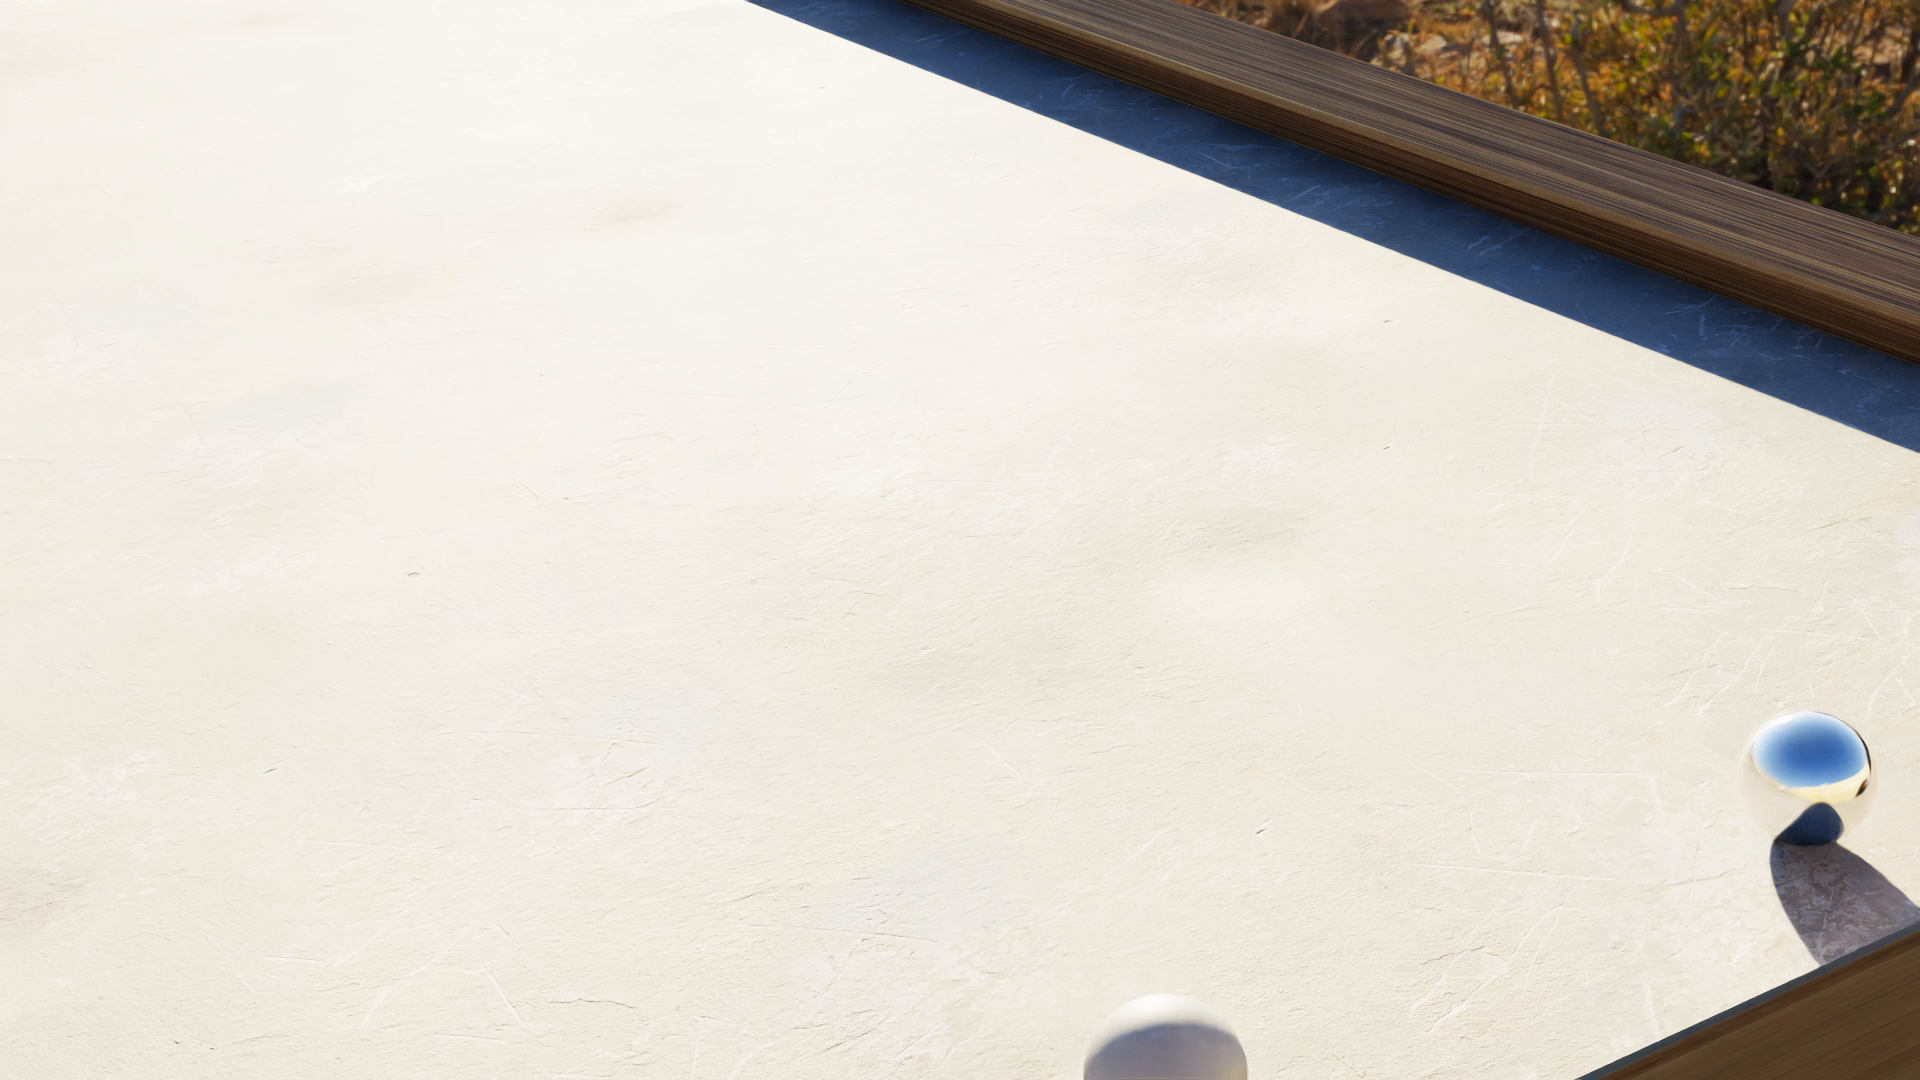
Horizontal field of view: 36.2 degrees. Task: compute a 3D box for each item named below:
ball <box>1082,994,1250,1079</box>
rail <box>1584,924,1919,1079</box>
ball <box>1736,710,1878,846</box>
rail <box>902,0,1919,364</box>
[{"bbox_3d":[0.109,0.286,1.564,0.089,0.089,0.089,0,24,0],"label":"ball"},{"bbox_3d":[0.477,0.256,1.595,1.951,0.115,0.045,-16,29,-31],"label":"rail"},{"bbox_3d":[0.538,0.151,1.868,0.087,0.087,0.087,0,24,0],"label":"ball"},{"bbox_3d":[0.292,-0.536,3.367,0.045,0.115,3.449,-16,29,-31],"label":"rail"}]
